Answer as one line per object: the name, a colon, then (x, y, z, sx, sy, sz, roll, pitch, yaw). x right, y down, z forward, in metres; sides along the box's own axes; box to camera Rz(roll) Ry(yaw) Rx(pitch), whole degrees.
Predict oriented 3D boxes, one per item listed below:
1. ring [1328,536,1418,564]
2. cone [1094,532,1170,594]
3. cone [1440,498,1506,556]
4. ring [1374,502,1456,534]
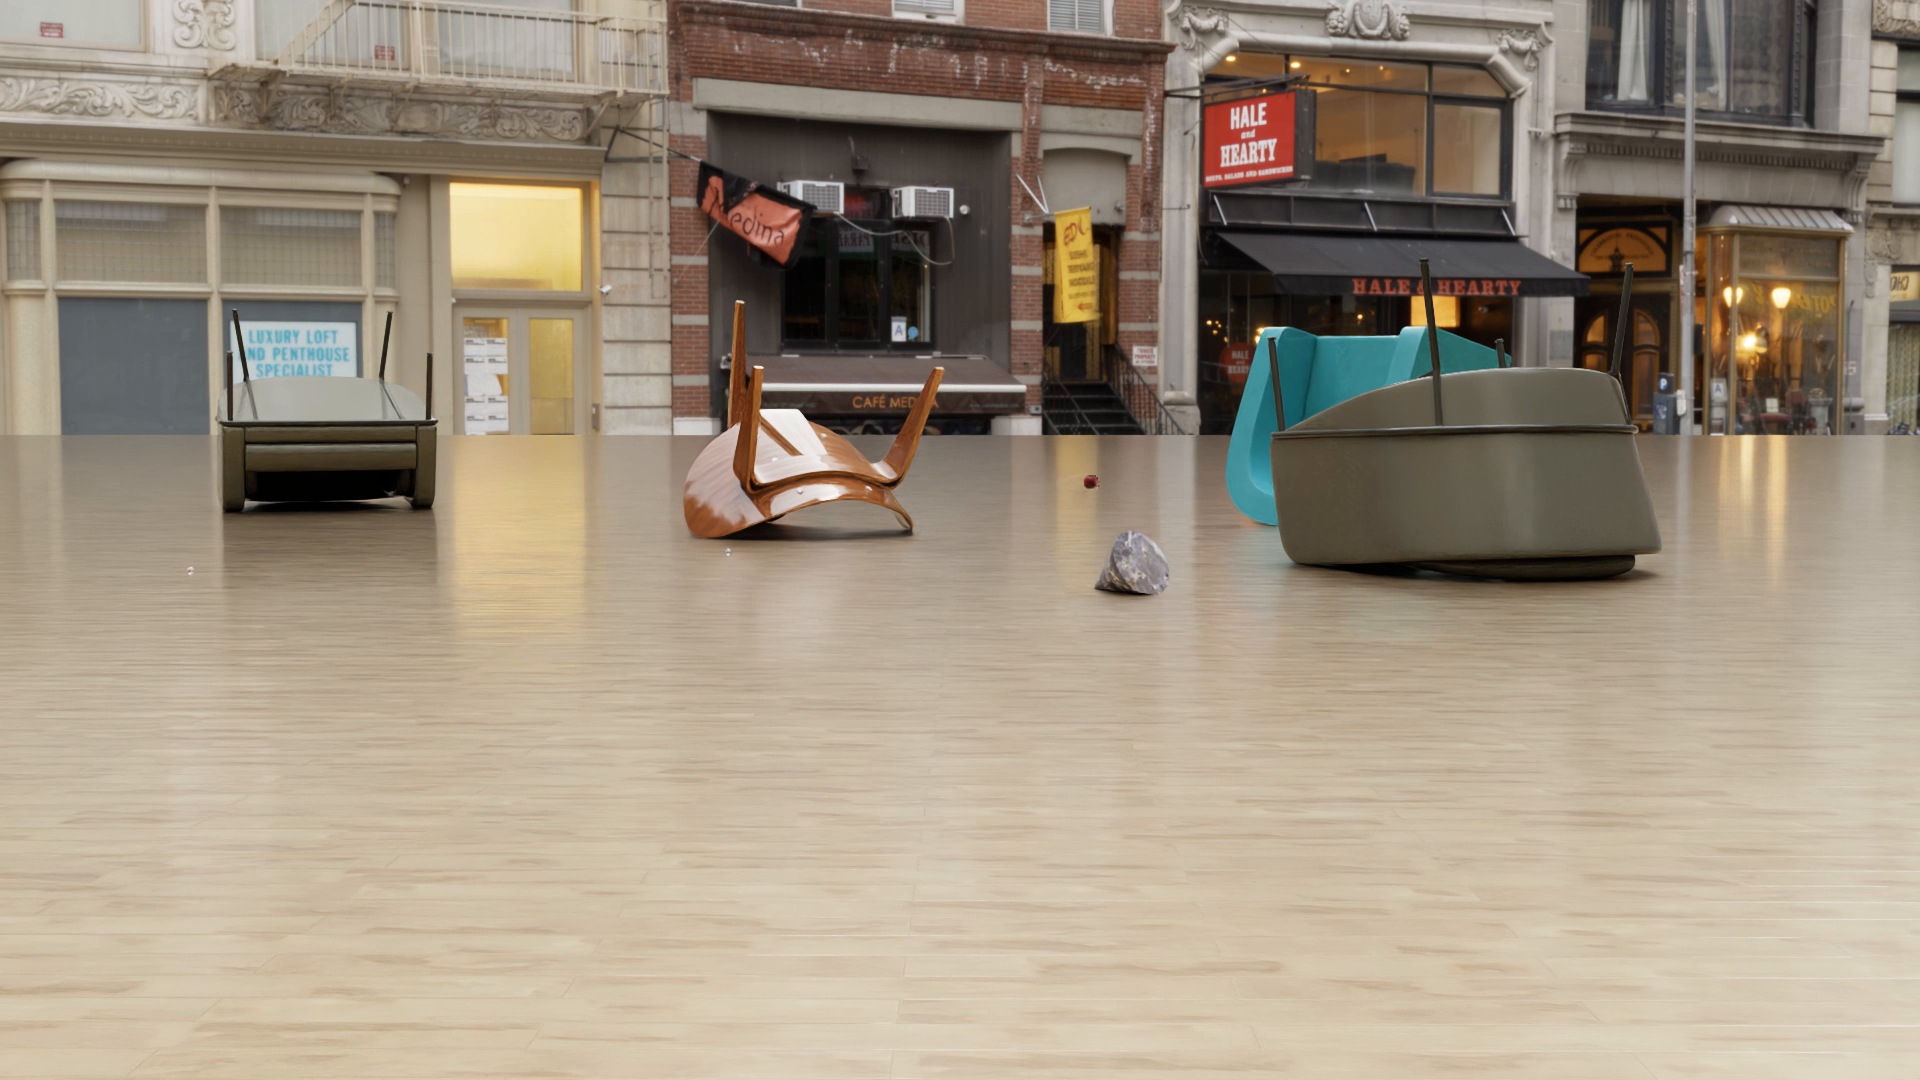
ring: (1.081, 0.025, 5.750, 0.218, 0.060, 0.352, 3, 4, 27)
cone: (0.349, 0.079, 4.889, 0.185, 0.157, 0.133, -31, 18, 52)
cone: (1.423, 0.001, 5.973, 0.154, 0.168, 0.197, 41, 2, 35)
ring: (1.436, -0.071, 6.917, 0.264, 0.092, 0.272, 0, 5, -15)
